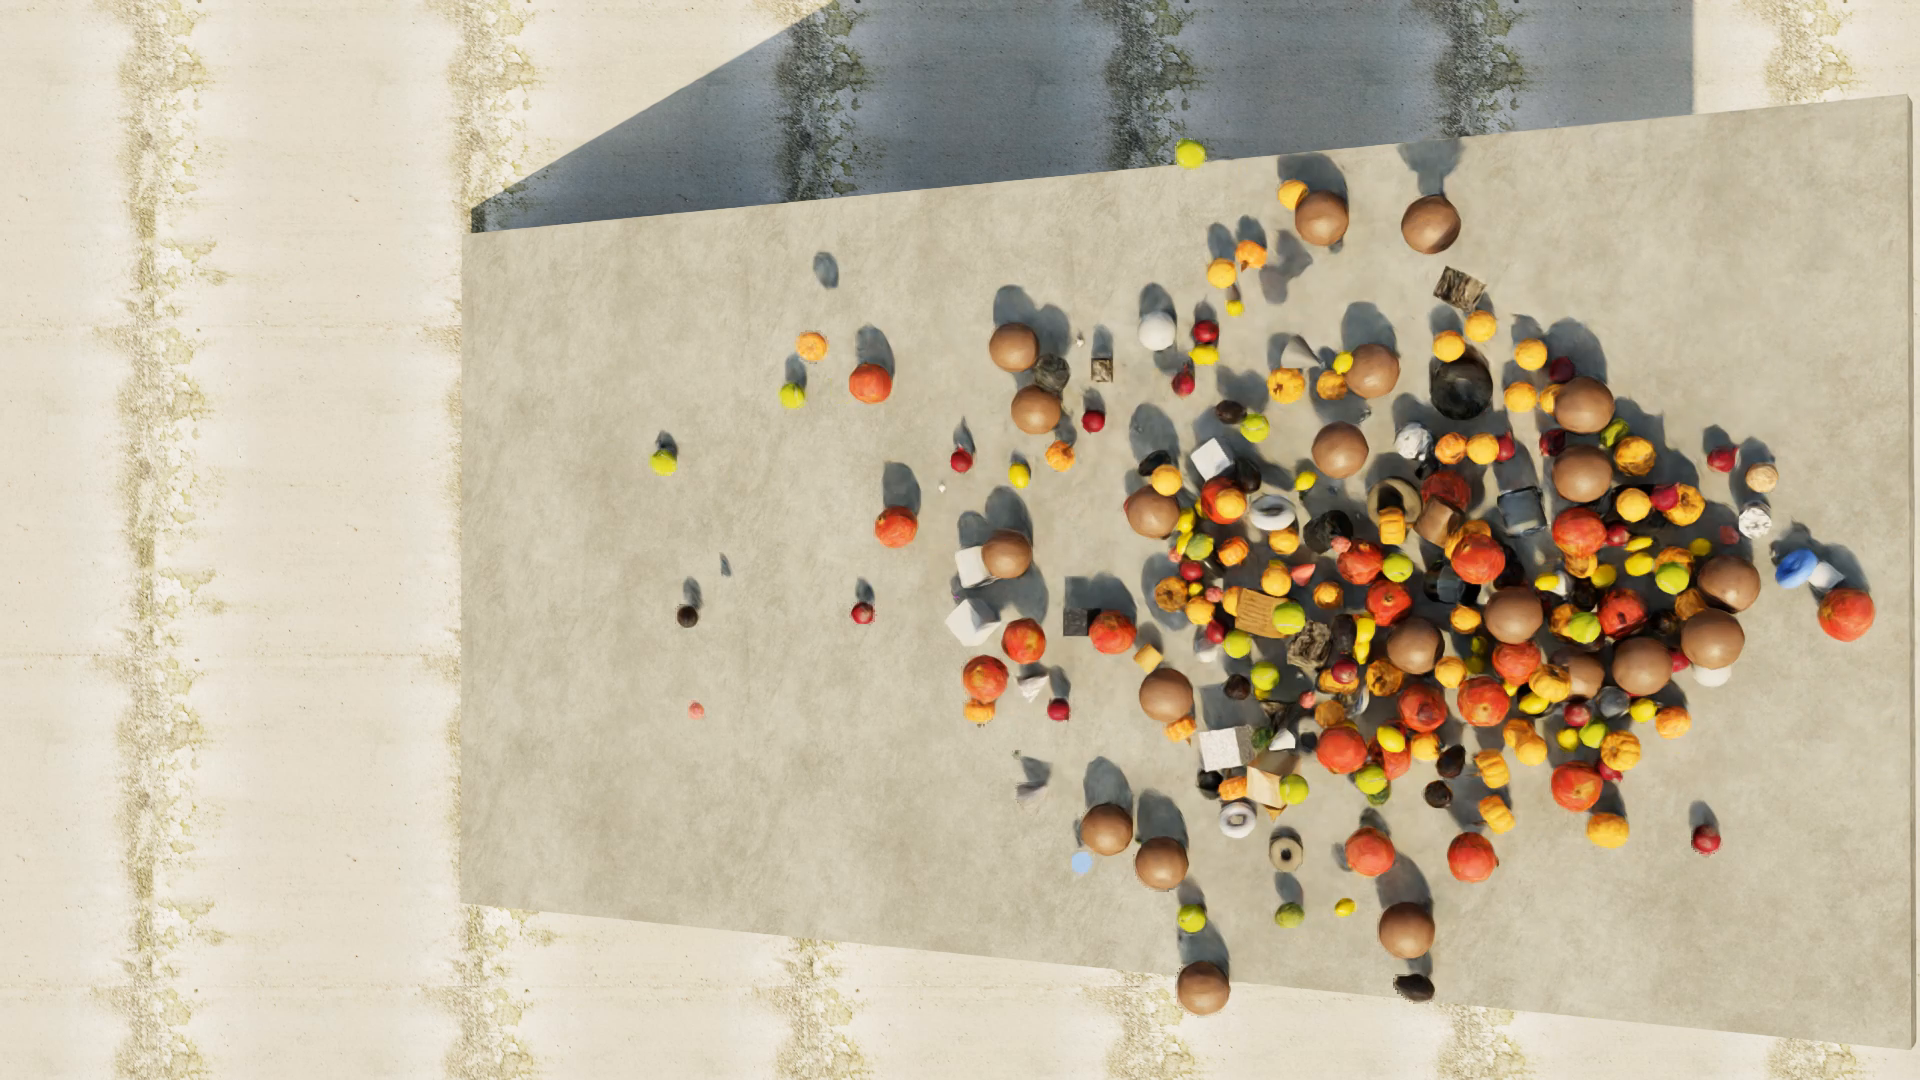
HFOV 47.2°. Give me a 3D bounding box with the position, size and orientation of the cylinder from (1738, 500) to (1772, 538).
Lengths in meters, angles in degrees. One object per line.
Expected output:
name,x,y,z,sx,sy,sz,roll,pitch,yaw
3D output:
cylinder,1.702,-0.045,4.709,0.065,0.065,0.065,7,110,20

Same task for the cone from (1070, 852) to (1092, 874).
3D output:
cone,0.300,0.802,5.503,0.054,0.054,0.054,0,93,-6

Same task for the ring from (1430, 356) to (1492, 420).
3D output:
ring,1.151,-0.347,5.048,0.147,0.049,0.147,-2,86,29

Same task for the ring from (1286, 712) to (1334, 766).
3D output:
ring,0.830,0.473,5.228,0.126,0.042,0.126,0,91,30

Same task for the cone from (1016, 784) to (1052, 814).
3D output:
cone,0.202,0.636,5.558,0.083,0.083,0.083,-36,89,26

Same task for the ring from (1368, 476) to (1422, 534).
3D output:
ring,1.011,-0.081,5.117,0.135,0.045,0.135,9,106,32

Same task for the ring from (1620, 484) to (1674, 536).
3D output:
ring,1.512,-0.066,4.841,0.116,0.039,0.116,-4,83,34

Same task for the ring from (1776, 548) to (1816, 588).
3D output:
ring,1.775,0.060,4.670,0.032,0.097,0.097,37,90,-13

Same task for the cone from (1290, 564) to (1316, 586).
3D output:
cone,0.825,0.071,5.218,0.058,0.058,0.058,50,125,0

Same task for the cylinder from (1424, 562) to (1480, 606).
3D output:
cylinder,1.123,0.101,5.020,0.092,0.092,0.092,-5,97,-40

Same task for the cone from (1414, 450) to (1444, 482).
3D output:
cone,1.090,-0.182,5.092,0.068,0.068,0.068,10,64,0

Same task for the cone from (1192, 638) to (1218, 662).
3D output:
cone,0.588,0.274,5.350,0.062,0.062,0.062,3,97,22

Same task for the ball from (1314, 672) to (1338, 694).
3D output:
ball,0.866,0.338,5.200,0.056,0.056,0.056,0,89,0

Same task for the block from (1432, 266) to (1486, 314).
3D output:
block,1.078,-0.540,4.749,0.068,0.068,0.068,21,99,-34

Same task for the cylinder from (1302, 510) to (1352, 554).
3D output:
cylinder,0.863,-0.020,5.160,0.083,0.083,0.083,9,69,-26

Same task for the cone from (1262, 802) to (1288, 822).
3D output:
cone,0.754,0.654,5.278,0.059,0.059,0.059,1,121,0

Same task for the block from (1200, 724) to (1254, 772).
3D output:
block,0.645,0.502,5.303,0.093,0.093,0.093,-13,83,29

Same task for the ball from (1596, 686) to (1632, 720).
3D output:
ball,1.434,0.357,4.828,0.075,0.075,0.075,0,89,0

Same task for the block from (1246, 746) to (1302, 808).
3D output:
block,0.733,0.555,5.139,0.091,0.091,0.091,16,125,34

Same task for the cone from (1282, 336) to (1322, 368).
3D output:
cone,0.792,-0.413,5.015,0.083,0.083,0.083,31,89,36

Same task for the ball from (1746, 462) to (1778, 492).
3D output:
ball,1.718,-0.135,4.713,0.067,0.067,0.067,0,89,0

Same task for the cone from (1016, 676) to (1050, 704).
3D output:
cone,0.195,0.363,5.584,0.078,0.078,0.078,-29,90,8

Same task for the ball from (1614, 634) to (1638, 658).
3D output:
ball,1.471,0.233,4.859,0.052,0.052,0.052,0,89,0

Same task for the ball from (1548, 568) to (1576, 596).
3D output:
ball,1.348,0.094,4.926,0.059,0.059,0.059,0,89,0

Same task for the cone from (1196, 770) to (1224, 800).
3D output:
cone,0.592,0.597,5.341,0.076,0.076,0.076,0,89,30

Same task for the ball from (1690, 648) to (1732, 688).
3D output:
ball,1.623,0.276,4.753,0.085,0.085,0.085,0,89,0

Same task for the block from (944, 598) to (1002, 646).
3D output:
block,0.033,0.211,5.657,0.086,0.086,0.086,-48,68,21

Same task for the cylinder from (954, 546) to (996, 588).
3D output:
cylinder,0.040,0.069,5.652,0.090,0.090,0.090,-14,81,0

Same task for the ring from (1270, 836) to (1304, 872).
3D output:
ring,0.781,0.751,5.260,0.087,0.029,0.087,0,91,30

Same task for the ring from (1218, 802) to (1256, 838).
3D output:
ring,0.670,0.674,5.303,0.094,0.031,0.094,-10,54,15

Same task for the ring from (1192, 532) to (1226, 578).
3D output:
ring,0.601,0.037,5.319,0.041,0.123,0.123,-30,89,17

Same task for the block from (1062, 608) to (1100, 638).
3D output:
block,0.305,0.207,5.513,0.069,0.069,0.069,0,90,30

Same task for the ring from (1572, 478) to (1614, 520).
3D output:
ring,1.413,-0.092,4.908,0.093,0.031,0.093,-2,86,27

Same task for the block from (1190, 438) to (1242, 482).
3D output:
block,0.621,-0.193,5.332,0.077,0.077,0.077,-38,72,24

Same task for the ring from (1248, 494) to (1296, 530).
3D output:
ring,0.740,-0.066,5.213,0.111,0.111,0.037,-4,134,4

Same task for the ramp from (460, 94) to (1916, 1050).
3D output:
ramp,0.271,0.075,5.631,4.000,0.100,2.000,0,89,30

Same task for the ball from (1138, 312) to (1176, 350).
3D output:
ball,0.484,-0.513,5.403,0.096,0.096,0.096,0,89,0

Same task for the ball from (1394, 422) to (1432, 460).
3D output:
ball,1.048,-0.230,5.084,0.088,0.088,0.088,0,89,0

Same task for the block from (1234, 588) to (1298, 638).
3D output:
block,0.730,0.175,5.242,0.096,0.096,0.096,6,99,-43

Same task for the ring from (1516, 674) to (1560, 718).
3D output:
ring,1.305,0.352,4.963,0.098,0.033,0.098,-1,89,31

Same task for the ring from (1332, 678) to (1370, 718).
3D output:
ring,0.914,0.370,5.139,0.033,0.098,0.098,21,89,-40

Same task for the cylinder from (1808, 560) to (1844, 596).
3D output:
cylinder,1.832,0.081,4.654,0.055,0.055,0.055,-44,68,0

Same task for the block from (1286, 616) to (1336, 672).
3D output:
block,0.821,0.246,5.146,0.092,0.092,0.092,14,76,12

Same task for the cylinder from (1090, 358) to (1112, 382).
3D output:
cylinder,0.352,-0.423,5.468,0.054,0.054,0.054,1,97,0

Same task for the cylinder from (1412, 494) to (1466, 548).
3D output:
cylinder,1.074,-0.043,4.936,0.088,0.088,0.088,30,106,0

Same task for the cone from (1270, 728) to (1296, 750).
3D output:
cone,0.732,0.469,5.063,0.057,0.057,0.057,-29,89,-28

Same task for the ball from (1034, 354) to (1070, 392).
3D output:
ball,0.229,-0.416,5.484,0.093,0.093,0.093,0,89,0
